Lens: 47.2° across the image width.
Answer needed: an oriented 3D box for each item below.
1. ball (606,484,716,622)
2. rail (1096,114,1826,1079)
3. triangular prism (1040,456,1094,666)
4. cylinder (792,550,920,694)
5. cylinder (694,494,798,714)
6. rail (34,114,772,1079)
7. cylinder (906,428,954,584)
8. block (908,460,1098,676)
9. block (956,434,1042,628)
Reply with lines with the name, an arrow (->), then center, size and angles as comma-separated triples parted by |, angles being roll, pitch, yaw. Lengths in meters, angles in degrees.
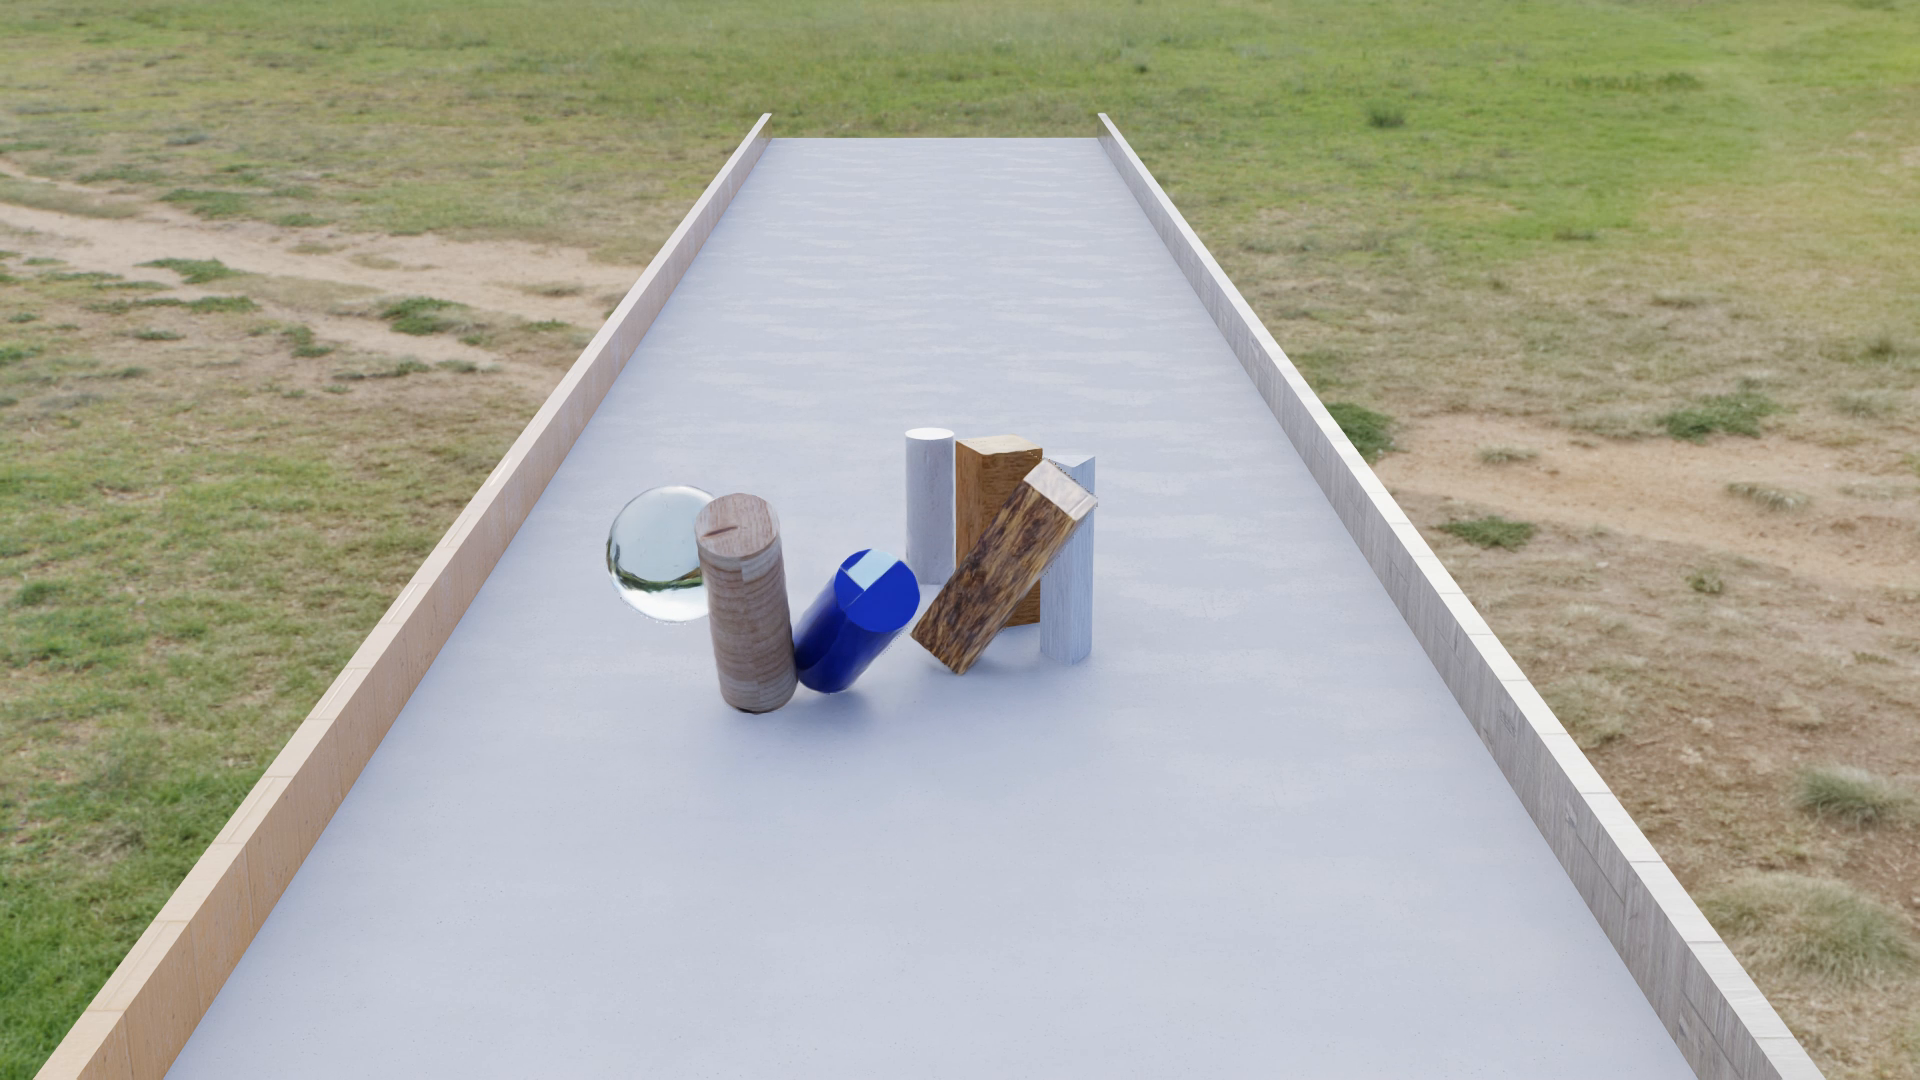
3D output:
ball -> -0.531, 0.025, 4.108 | 0.259, 0.259, 0.259 | 0, 17, 0
rail -> 0.932, -0.844, 7.801 | 0.050, 0.150, 12.000 | 0, 17, -1
triangular prism -> 0.229, 0.035, 4.391 | 0.090, 0.409, 0.104 | -11, 20, -32
cylinder -> -0.206, 0.156, 4.113 | 0.161, 0.161, 0.337 | -8, -20, -24
cylinder -> -0.386, 0.122, 4.003 | 0.147, 0.456, 0.147 | -1, 49, 1
rail -> -1.118, -0.838, 7.780 | 0.050, 0.150, 12.000 | 0, 17, -1
cylinder -> -0.067, -0.075, 4.894 | 0.107, 0.333, 0.107 | 0, 17, 0
block -> 0.082, 0.056, 4.291 | 0.130, 0.422, 0.130 | 39, 28, 5
block -> 0.081, -0.018, 4.622 | 0.136, 0.379, 0.136 | -7, 18, -23
